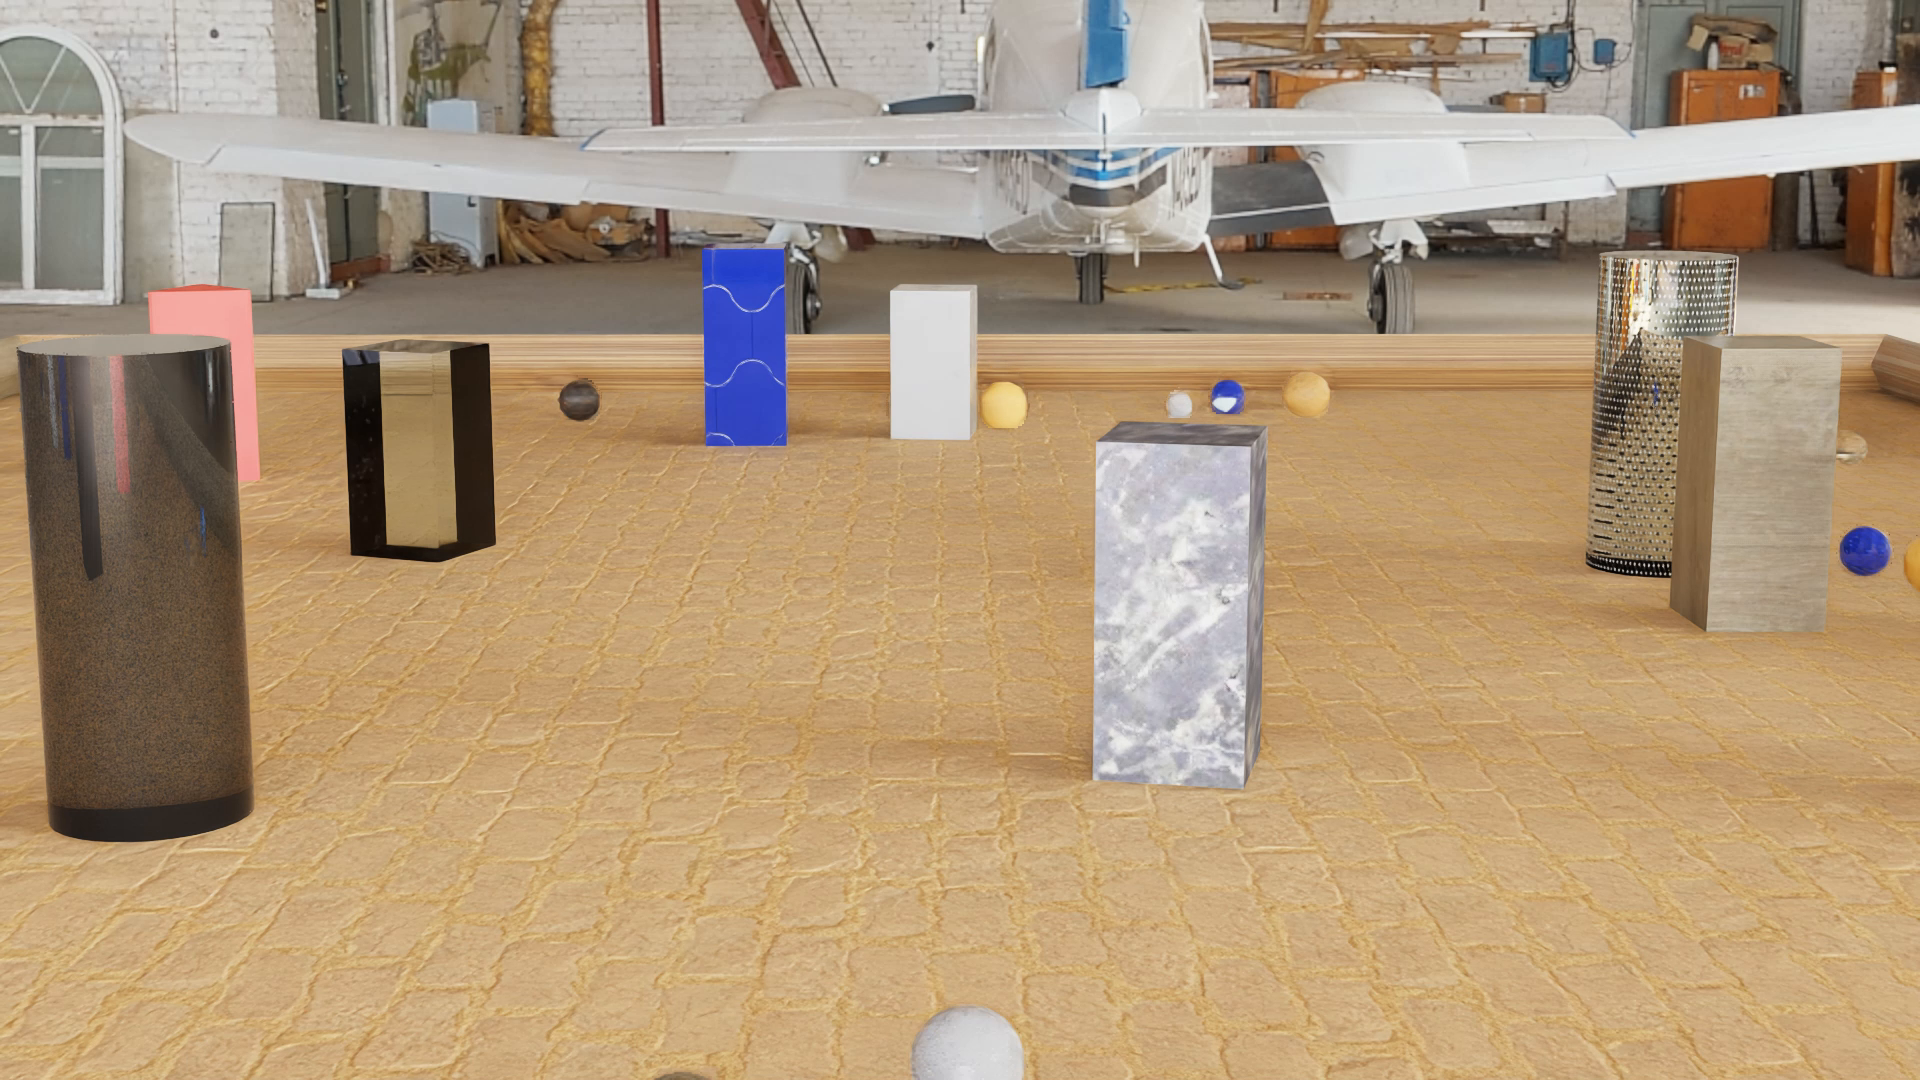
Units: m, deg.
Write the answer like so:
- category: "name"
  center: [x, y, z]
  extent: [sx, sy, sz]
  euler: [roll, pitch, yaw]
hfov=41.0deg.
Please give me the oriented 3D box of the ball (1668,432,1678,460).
- category: "ball"
  center: [1.345, -0.176, 4.759]
  extent: [0.059, 0.059, 0.059]
  euler: [0, 11, 0]

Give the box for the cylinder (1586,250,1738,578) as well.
- category: "cylinder"
  center: [1.020, -0.187, 3.736]
  extent: [0.194, 0.454, 0.194]
  euler: [0, 11, 0]

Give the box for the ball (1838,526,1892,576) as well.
- category: "ball"
  center: [1.303, 0.016, 3.693]
  extent: [0.072, 0.072, 0.072]
  euler: [0, 11, 0]

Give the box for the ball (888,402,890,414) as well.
- category: "ball"
  center: [-0.124, -0.274, 5.303]
  extent: [0.053, 0.053, 0.053]
  euler: [0, 11, 0]

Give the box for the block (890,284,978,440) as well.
- category: "block"
  center: [-0.051, -0.355, 5.090]
  extent: [0.155, 0.291, 0.155]
  euler: [1, 11, 6]

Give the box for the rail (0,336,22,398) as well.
- category: "rail"
  center: [-2.076, 0.035, 3.437]
  extent: [0.045, 0.126, 4.734]
  euler: [0, 11, 0]

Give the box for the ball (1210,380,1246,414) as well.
- category: "ball"
  center: [0.562, -0.300, 5.387]
  extent: [0.075, 0.075, 0.075]
  euler: [0, 11, 0]

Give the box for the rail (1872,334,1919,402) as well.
- category: "rail"
  center: [2.076, 0.030, 3.461]
  extent: [0.045, 0.126, 4.734]
  euler: [0, 11, 0]

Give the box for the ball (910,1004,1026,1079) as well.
- category: "ball"
  center: [0.005, 0.365, 1.790]
  extent: [0.081, 0.081, 0.081]
  euler: [0, 11, 0]

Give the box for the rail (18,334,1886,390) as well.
- category: "rail"
  center: [-0.013, -0.395, 5.753]
  extent: [4.199, 0.126, 0.045]
  euler: [0, 11, 0]

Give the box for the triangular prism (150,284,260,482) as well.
- category: "triangular prism"
  center: [-1.342, -0.280, 4.562]
  extent: [0.168, 0.337, 0.146]
  euler: [-3, 11, -15]

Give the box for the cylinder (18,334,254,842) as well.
- category: "cylinder"
  center: [-0.795, 0.041, 2.485]
  extent: [0.194, 0.463, 0.194]
  euler: [0, 11, 0]

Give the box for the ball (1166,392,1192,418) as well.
- category: "ball"
  center: [0.456, -0.279, 5.329]
  extent: [0.054, 0.054, 0.054]
  euler: [0, 11, 0]

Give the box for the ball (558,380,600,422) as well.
- category: "ball"
  center: [-0.785, -0.287, 5.288]
  extent: [0.085, 0.085, 0.085]
  euler: [0, 11, 0]

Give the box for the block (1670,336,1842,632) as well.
- category: "block"
  center: [1.044, -0.076, 3.376]
  extent: [0.155, 0.369, 0.155]
  euler: [0, 11, -2]

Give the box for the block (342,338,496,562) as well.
- category: "block"
  center: [-0.813, -0.137, 3.865]
  extent: [0.155, 0.310, 0.155]
  euler: [4, 11, 22]

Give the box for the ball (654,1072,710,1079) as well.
- category: "ball"
  center: [-0.181, 0.387, 1.667]
  extent: [0.081, 0.081, 0.081]
  euler: [0, 11, 0]

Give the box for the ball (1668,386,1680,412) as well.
- category: "ball"
  center: [1.526, -0.298, 5.411]
  extent: [0.061, 0.061, 0.061]
  euler: [0, 11, 0]

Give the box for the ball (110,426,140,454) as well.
- category: "ball"
  center: [-1.578, -0.189, 4.849]
  extent: [0.052, 0.052, 0.052]
  euler: [0, 11, 0]

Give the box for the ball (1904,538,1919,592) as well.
- category: "ball"
  center: [1.351, 0.034, 3.544]
  extent: [0.090, 0.090, 0.090]
  euler: [0, 11, 0]

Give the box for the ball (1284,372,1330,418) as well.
- category: "ball"
  center: [0.721, -0.301, 5.333]
  extent: [0.096, 0.096, 0.096]
  euler: [0, 11, 0]

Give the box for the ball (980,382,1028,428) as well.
- category: "ball"
  center: [0.088, -0.272, 5.178]
  extent: [0.096, 0.096, 0.096]
  euler: [0, 11, 0]

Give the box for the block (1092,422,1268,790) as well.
- category: "block"
  center: [0.230, 0.064, 2.669]
  extent: [0.155, 0.352, 0.155]
  euler: [2, 11, 13]

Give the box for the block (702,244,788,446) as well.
- category: "block"
  center: [-0.416, -0.382, 4.993]
  extent: [0.155, 0.379, 0.155]
  euler: [0, 11, -2]

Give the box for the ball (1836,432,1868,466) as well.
- category: "ball"
  center: [1.632, -0.168, 4.707]
  extent: [0.062, 0.062, 0.062]
  euler: [0, 11, 0]
